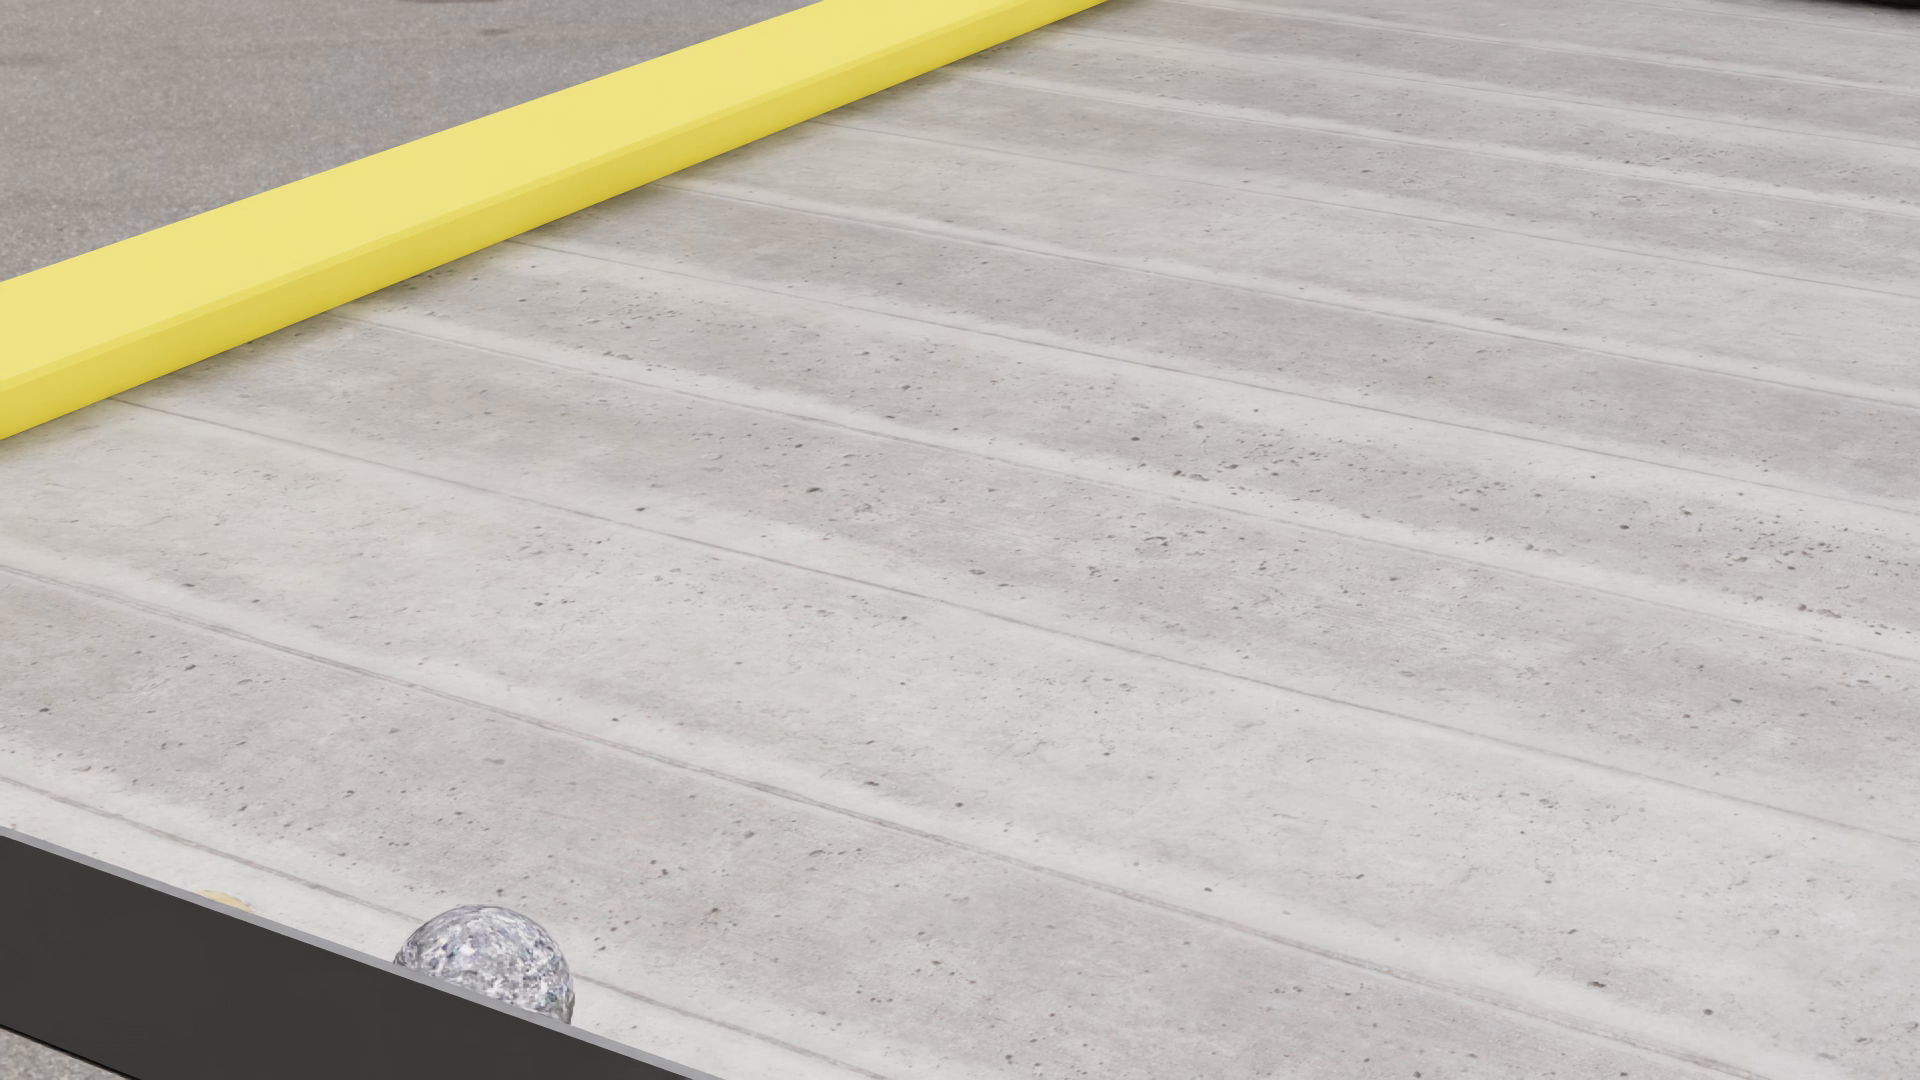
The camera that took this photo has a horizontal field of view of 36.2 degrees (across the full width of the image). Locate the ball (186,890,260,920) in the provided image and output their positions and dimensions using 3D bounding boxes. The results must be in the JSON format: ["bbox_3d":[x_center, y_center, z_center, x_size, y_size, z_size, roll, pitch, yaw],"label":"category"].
[{"bbox_3d":[-0.385,0.211,1.497,0.064,0.064,0.064,0,23,0],"label":"ball"}]

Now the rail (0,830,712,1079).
[{"bbox_3d":[-0.356,0.212,1.420,1.570,0.119,0.045,13,26,28],"label":"rail"}]

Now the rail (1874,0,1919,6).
[{"bbox_3d":[1.093,-0.727,3.641,1.570,0.119,0.045,13,26,28],"label":"rail"}]

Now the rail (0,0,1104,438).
[{"bbox_3d":[-0.284,-0.410,2.892,0.045,0.119,2.860,13,26,28],"label":"rail"}]

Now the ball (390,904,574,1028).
[{"bbox_3d":[-0.234,0.224,1.430,0.092,0.092,0.092,0,23,0],"label":"ball"}]
